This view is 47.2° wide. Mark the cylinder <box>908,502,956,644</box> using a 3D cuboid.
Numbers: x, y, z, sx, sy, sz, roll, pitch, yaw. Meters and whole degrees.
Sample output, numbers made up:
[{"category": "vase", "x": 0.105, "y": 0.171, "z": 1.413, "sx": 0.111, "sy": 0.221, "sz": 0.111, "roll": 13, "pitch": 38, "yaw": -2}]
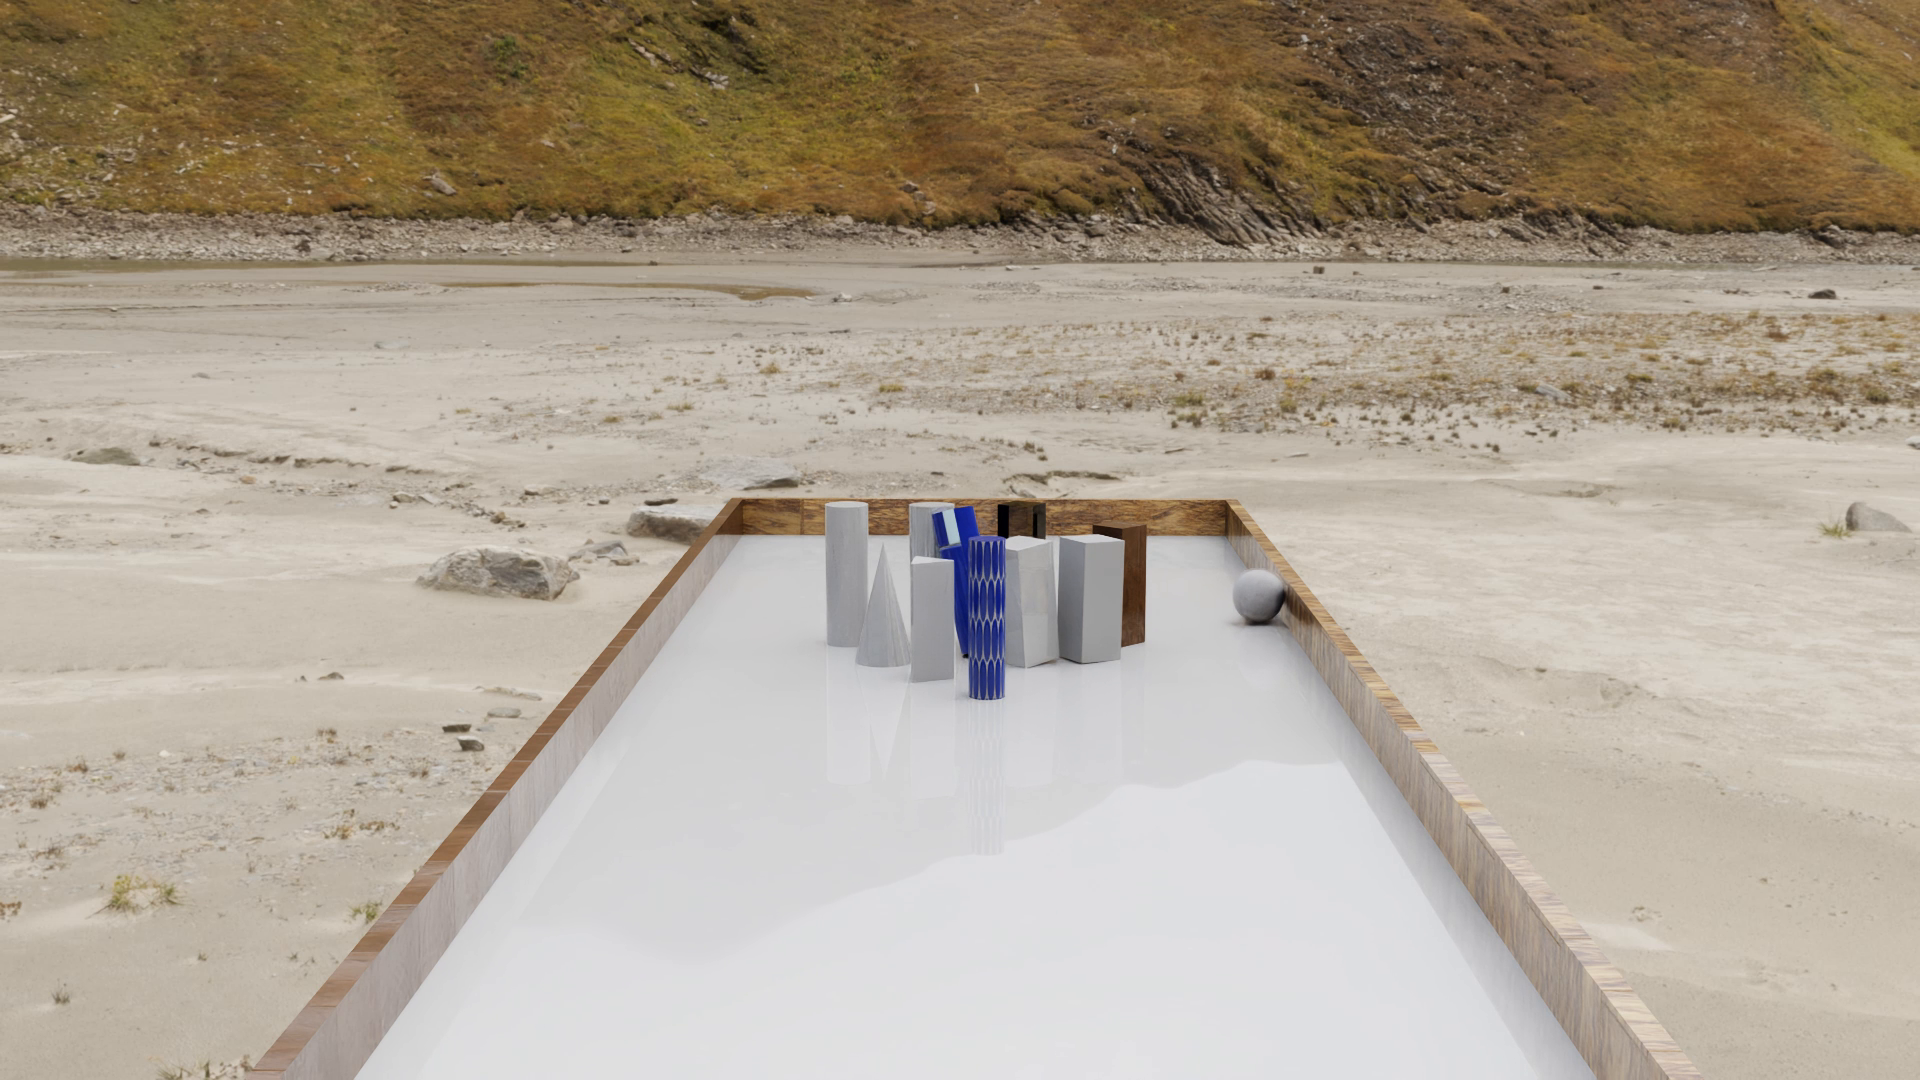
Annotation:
[{"category": "cylinder", "x": -0.087, "y": 0.106, "z": 6.922, "sx": 0.144, "sy": 0.439, "sz": 0.144, "roll": 0, "pitch": 7, "yaw": 0}]

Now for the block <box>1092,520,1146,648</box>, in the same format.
[{"category": "block", "x": 0.502, "y": 0.138, "z": 6.938, "sx": 0.121, "sy": 0.377, "sz": 0.121, "roll": 8, "pitch": 12, "yaw": 43}]

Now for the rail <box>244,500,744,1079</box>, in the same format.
[{"category": "rail", "x": -1.004, "y": 0.839, "z": 3.234, "sx": 0.050, "sy": 0.150, "sz": 12.000, "roll": 0, "pitch": 9, "yaw": 1}]

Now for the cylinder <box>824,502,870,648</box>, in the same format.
[{"category": "cylinder", "x": -0.355, "y": 0.107, "z": 6.919, "sx": 0.136, "sy": 0.443, "sz": 0.136, "roll": 0, "pitch": 9, "yaw": 0}]

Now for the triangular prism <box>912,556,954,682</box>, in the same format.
[{"category": "triangular prism", "x": -0.103, "y": 0.229, "z": 6.444, "sx": 0.135, "sy": 0.351, "sz": 0.117, "roll": -4, "pitch": 10, "yaw": -25}]

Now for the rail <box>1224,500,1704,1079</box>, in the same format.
[{"category": "rail", "x": 1.046, "y": 0.843, "z": 3.208, "sx": 0.050, "sy": 0.150, "sz": 12.000, "roll": 0, "pitch": 9, "yaw": 1}]

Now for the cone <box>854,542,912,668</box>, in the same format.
[{"category": "cone", "x": -0.231, "y": 0.186, "z": 6.656, "sx": 0.179, "sy": 0.370, "sz": 0.179, "roll": 0, "pitch": 9, "yaw": 0}]

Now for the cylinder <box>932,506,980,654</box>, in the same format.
[{"category": "cylinder", "x": 0.023, "y": 0.124, "z": 6.765, "sx": 0.133, "sy": 0.439, "sz": 0.133, "roll": -12, "pitch": -3, "yaw": -1}]

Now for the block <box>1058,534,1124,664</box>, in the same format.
[{"category": "block", "x": 0.397, "y": 0.177, "z": 6.705, "sx": 0.142, "sy": 0.367, "sz": 0.142, "roll": -4, "pitch": 10, "yaw": -30}]

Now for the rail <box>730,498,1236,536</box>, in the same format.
[{"category": "rail", "x": 0.099, "y": -0.098, "z": 9.147, "sx": 2.100, "sy": 0.150, "sz": 0.050, "roll": 0, "pitch": 9, "yaw": 1}]

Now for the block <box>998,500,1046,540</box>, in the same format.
[{"category": "block", "x": 0.193, "y": 0.107, "z": 6.914, "sx": 0.110, "sy": 0.445, "sz": 0.110, "roll": 6, "pitch": 11, "yaw": 32}]

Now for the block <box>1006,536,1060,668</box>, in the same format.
[{"category": "block", "x": 0.187, "y": 0.186, "z": 6.640, "sx": 0.145, "sy": 0.363, "sz": 0.145, "roll": -15, "pitch": 17, "yaw": -41}]

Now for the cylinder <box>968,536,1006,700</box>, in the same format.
[{"category": "cylinder", "x": 0.076, "y": 0.219, "z": 6.188, "sx": 0.104, "sy": 0.451, "sz": 0.104, "roll": 0, "pitch": 9, "yaw": 0}]

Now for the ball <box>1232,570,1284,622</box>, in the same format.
[{"category": "ball", "x": 0.988, "y": 0.186, "z": 7.281, "sx": 0.174, "sy": 0.174, "sz": 0.174, "roll": 0, "pitch": 9, "yaw": 0}]
